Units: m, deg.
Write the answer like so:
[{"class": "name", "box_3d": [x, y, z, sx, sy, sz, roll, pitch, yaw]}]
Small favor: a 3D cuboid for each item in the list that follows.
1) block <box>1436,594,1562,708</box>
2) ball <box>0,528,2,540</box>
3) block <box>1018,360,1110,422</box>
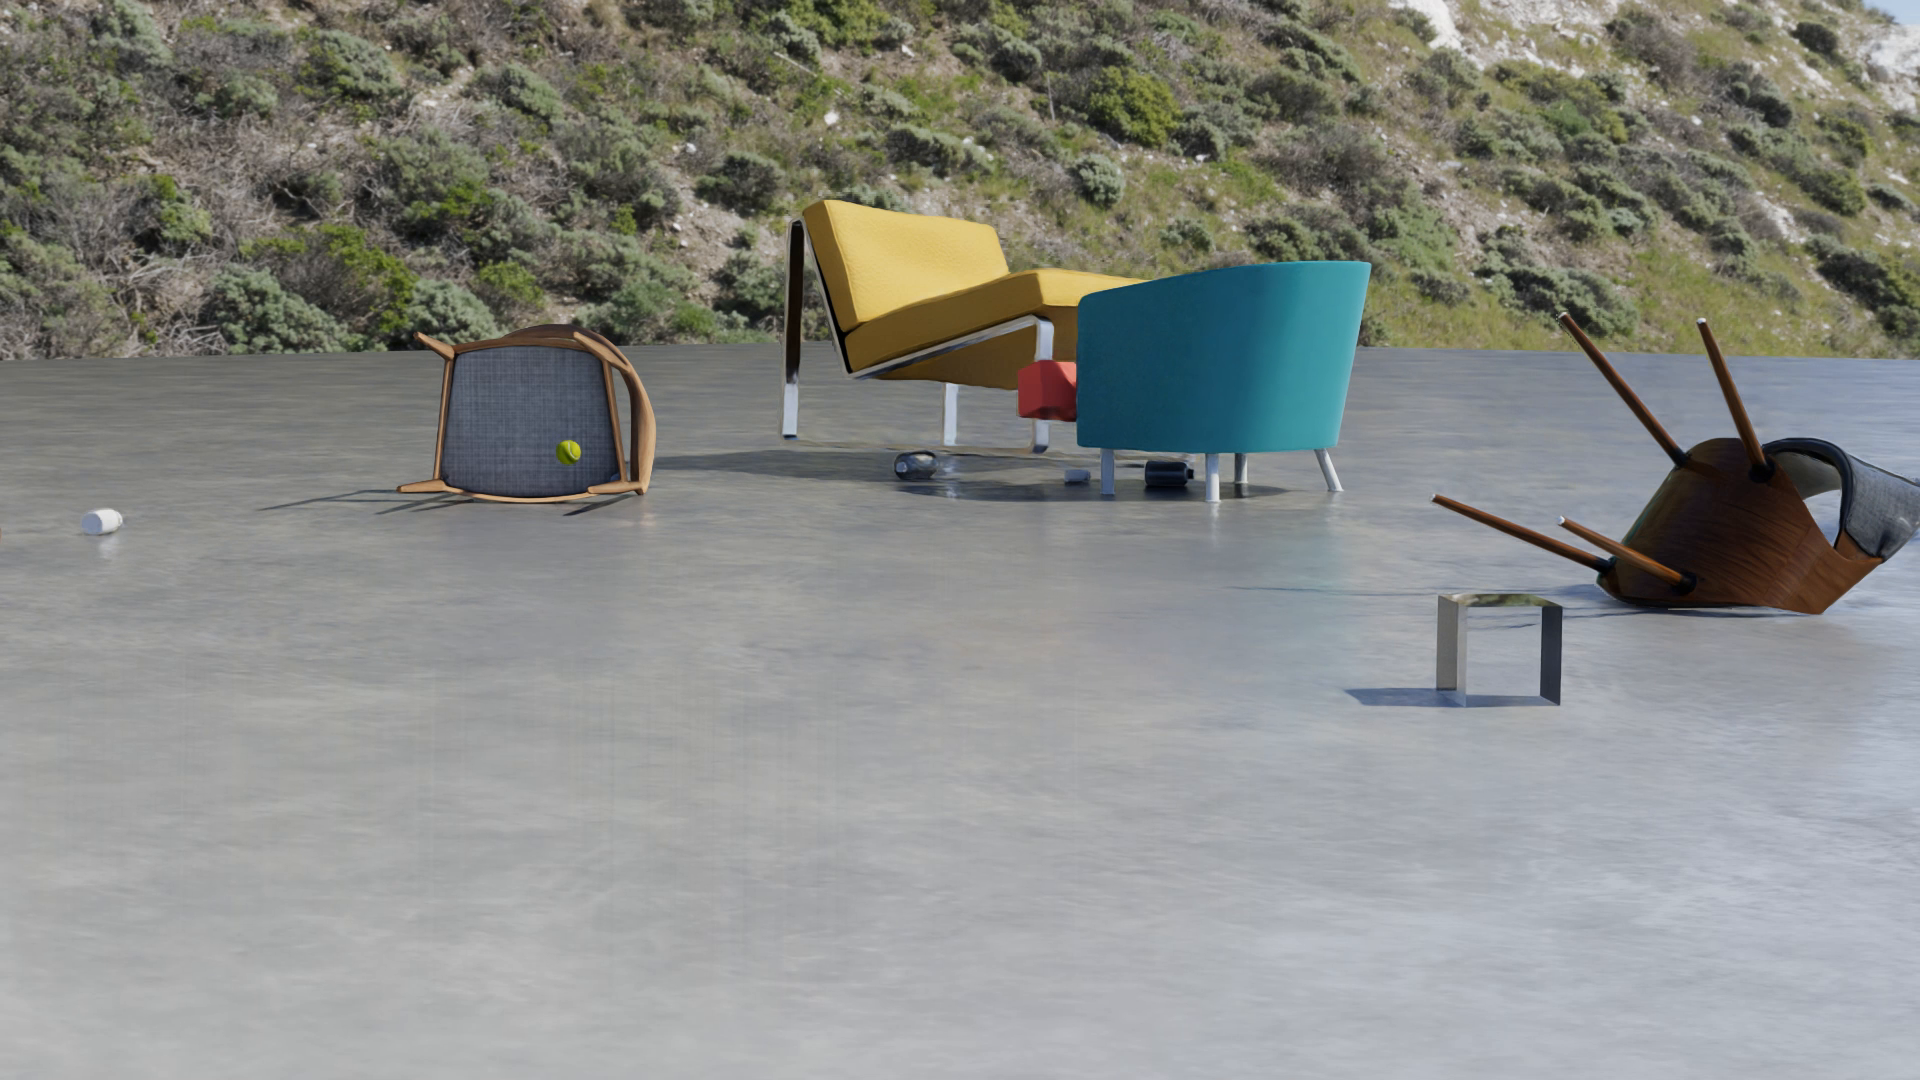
[{"class": "block", "box_3d": [0.840, 0.171, 4.002, 0.149, 0.155, 0.158, -1, 6, -6]}, {"class": "ball", "box_3d": [-2.299, -0.014, 5.996, 0.113, 0.113, 0.113, 0, 6, 0]}, {"class": "block", "box_3d": [0.320, -0.458, 7.928, 0.238, 0.145, 0.146, 4, -13, -27]}]
